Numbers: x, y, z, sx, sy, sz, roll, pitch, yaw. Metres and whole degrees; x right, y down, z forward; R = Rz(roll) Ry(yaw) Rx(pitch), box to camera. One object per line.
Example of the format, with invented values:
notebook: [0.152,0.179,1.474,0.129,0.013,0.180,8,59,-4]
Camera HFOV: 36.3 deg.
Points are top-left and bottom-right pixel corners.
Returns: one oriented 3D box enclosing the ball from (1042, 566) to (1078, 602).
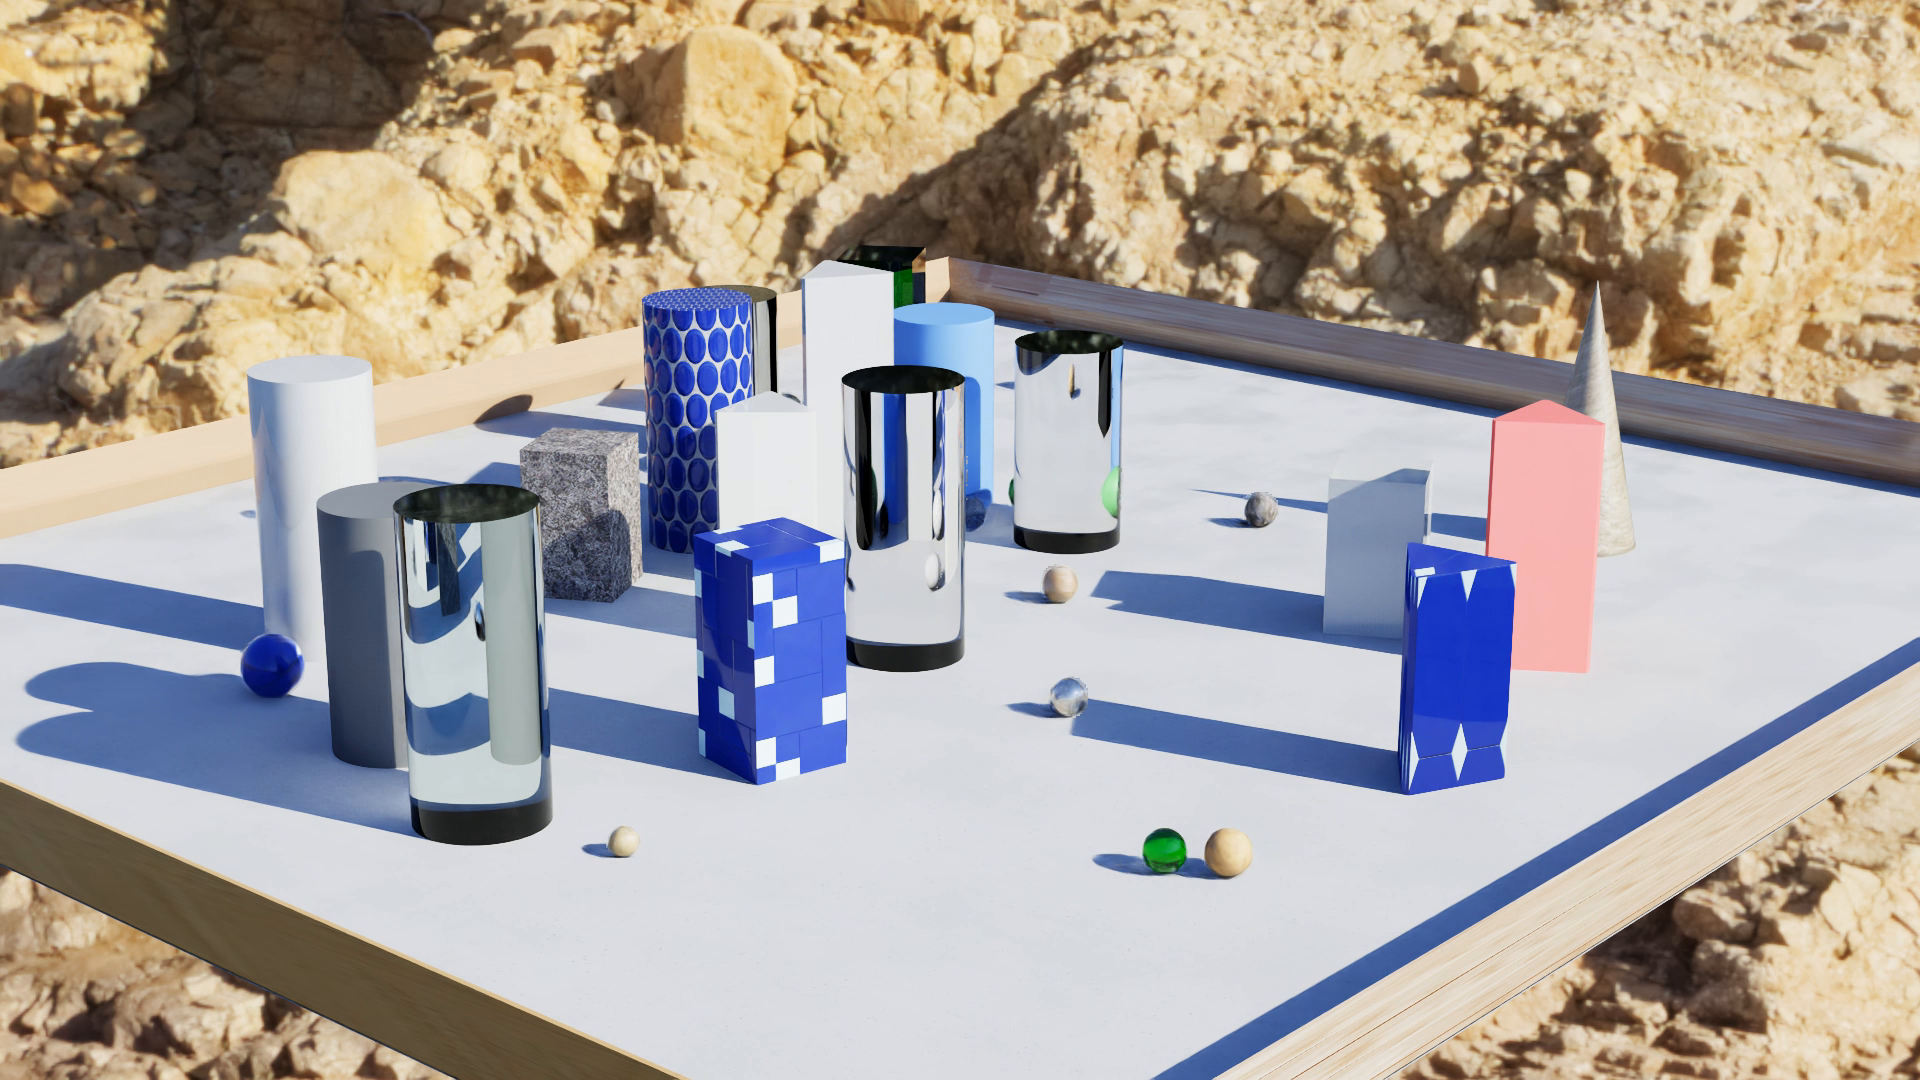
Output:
ball: [0.174,0.077,5.090,0.063,0.063,0.063,0,17,0]

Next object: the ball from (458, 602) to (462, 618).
ball: [-0.872,0.121,4.947,0.062,0.062,0.062,0,17,0]

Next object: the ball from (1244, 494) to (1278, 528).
ball: [0.568,-0.056,5.532,0.062,0.062,0.062,0,17,0]

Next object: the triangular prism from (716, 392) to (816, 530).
triangular prism: [-0.340,-0.094,5.219,0.173,0.315,0.149,0,17,0]

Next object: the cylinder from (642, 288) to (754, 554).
cylinder: [-0.479,-0.221,5.399,0.199,0.455,0.199,0,17,0]

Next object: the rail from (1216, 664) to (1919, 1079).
rail: [1.169,0.325,4.148,0.045,0.129,3.528,14,22,39]

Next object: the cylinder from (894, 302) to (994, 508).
cylinder: [-0.034,-0.255,5.658,0.199,0.371,0.199,0,17,0]

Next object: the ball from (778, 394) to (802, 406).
ball: [-0.370,-0.276,6.244,0.073,0.073,0.073,0,17,0]

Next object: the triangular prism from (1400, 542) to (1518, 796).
triangular prism: [0.690,0.181,4.284,0.173,0.329,0.149,-7,18,-23]

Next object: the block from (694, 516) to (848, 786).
block: [-0.279,0.161,4.325,0.159,0.343,0.159,-12,21,-35]

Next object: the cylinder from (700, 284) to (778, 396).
cylinder: [-0.471,-0.341,6.014,0.199,0.331,0.199,0,17,0]

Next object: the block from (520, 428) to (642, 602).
block: [-0.663,-0.045,5.146,0.159,0.265,0.159,4,17,13]

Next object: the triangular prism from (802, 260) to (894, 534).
triangular prism: [-0.228,-0.269,5.500,0.173,0.490,0.149,-5,18,-17]

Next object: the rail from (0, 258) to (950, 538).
rail: [-1.169,-0.260,6.092,0.045,0.129,3.528,14,22,39]

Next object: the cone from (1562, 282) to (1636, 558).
cone: [1.153,-0.234,5.371,0.199,0.497,0.199,0,17,0]

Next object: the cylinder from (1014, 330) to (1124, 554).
cylinder: [0.199,-0.182,5.407,0.199,0.376,0.199,0,17,0]

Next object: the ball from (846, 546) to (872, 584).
ball: [-0.188,0.044,5.195,0.065,0.065,0.065,0,17,0]

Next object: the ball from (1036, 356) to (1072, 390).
ball: [0.210,-0.374,6.562,0.078,0.078,0.078,0,17,0]

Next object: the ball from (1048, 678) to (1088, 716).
ball: [0.167,0.244,4.543,0.059,0.059,0.059,0,17,0]

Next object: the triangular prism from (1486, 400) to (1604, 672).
triangular prism: [0.943,-0.009,4.767,0.173,0.414,0.149,3,17,9]

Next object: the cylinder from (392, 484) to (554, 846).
cylinder: [-0.675,0.172,4.080,0.199,0.464,0.199,0,17,0]

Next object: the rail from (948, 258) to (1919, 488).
rail: [1.141,-0.347,6.378,3.144,0.129,0.045,14,22,39]

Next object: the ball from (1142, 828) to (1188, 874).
ball: [0.276,0.419,3.957,0.061,0.061,0.061,0,17,0]

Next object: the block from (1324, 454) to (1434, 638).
block: [0.707,0.010,4.954,0.159,0.270,0.159,4,17,13]

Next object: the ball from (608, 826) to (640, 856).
ball: [-0.460,0.412,4.013,0.042,0.042,0.042,0,17,0]

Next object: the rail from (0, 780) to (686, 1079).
rail: [-1.141,0.411,3.861,3.144,0.129,0.045,14,22,39]

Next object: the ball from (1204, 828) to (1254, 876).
ball: [0.362,0.420,3.947,0.066,0.066,0.066,0,17,0]

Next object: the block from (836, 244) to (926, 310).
block: [-0.164,-0.416,6.175,0.159,0.381,0.159,3,17,9]

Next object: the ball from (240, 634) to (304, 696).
ball: [-1.086,0.197,4.627,0.100,0.100,0.100,0,17,0]

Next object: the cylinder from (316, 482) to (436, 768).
cylinder: [-0.847,0.125,4.373,0.199,0.385,0.199,0,17,0]

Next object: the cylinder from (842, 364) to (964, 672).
cylinder: [-0.091,-0.036,4.772,0.199,0.463,0.199,0,17,0]

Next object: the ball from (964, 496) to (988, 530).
ball: [0.019,-0.050,5.510,0.065,0.065,0.065,0,17,0]

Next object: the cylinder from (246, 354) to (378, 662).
cylinder: [-1.055,-0.053,4.820,0.199,0.469,0.199,0,17,0]

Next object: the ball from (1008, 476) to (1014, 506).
ball: [0.142,-0.092,5.590,0.099,0.099,0.099,0,17,0]
